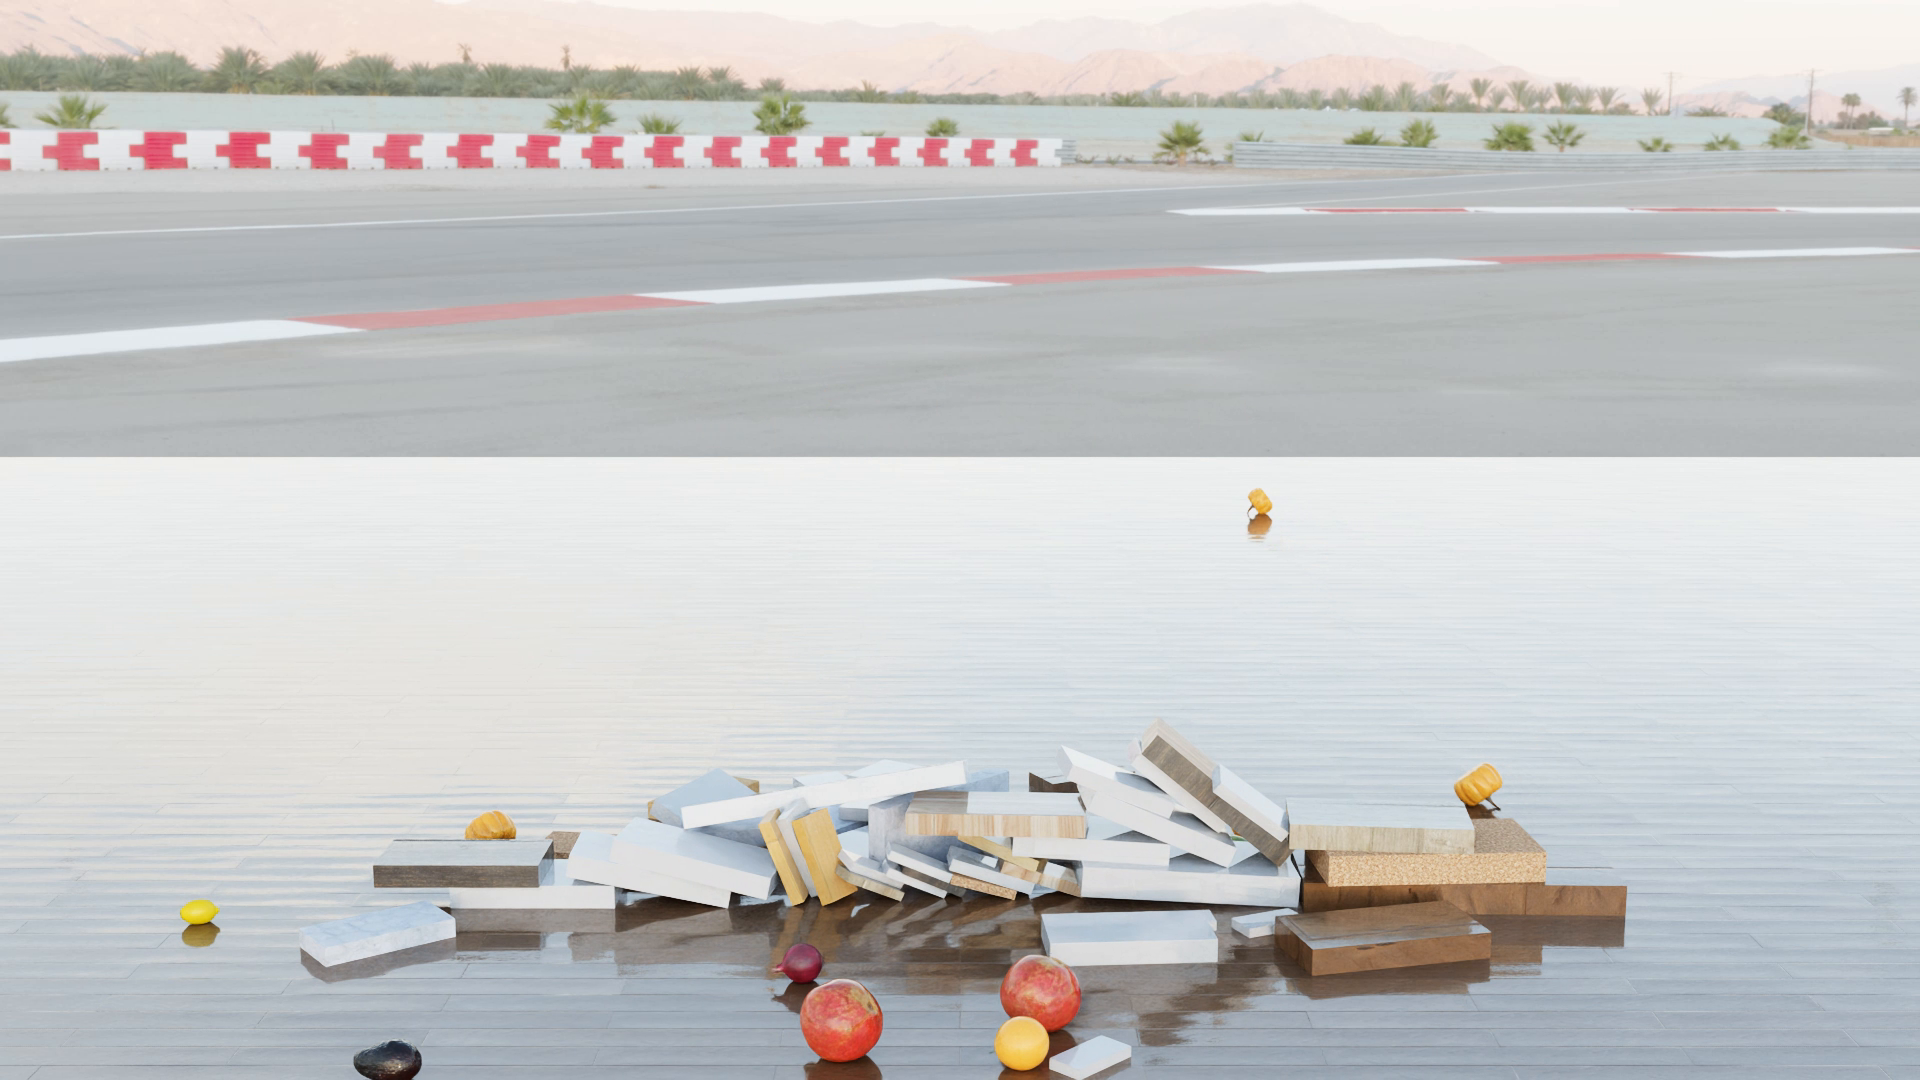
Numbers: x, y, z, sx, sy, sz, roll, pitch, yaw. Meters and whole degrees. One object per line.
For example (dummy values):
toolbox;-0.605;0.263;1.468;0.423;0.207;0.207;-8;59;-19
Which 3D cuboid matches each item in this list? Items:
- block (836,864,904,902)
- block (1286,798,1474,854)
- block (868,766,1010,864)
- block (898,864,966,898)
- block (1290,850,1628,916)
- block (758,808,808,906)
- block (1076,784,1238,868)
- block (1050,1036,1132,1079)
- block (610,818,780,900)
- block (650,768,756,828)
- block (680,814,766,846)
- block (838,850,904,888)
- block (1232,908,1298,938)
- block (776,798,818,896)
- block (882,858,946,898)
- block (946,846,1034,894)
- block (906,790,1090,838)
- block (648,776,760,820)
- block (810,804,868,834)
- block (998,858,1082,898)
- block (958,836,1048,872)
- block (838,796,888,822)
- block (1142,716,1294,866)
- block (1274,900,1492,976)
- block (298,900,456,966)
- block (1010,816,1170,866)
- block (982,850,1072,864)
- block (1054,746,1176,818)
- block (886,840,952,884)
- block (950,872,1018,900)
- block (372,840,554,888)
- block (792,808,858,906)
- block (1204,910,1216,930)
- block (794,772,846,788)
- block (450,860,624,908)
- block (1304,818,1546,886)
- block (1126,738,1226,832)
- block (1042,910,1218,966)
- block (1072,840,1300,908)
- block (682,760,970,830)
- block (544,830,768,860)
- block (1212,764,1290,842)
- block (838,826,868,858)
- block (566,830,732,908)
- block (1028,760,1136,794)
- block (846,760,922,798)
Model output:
block;-0.149;0.566;3.631;0.107;0.015;0.054;25;-2;-28
block;0.691;0.472;3.636;0.295;0.042;0.148;1;11;6
block;-0.034;0.494;3.818;0.038;0.134;0.313;10;14;42
block;-0.046;0.559;3.656;0.111;0.016;0.055;23;6;-10
block;0.821;0.567;3.656;0.521;0.051;0.179;0;11;1
block;-0.288;0.523;3.635;0.021;0.147;0.073;-21;7;10
block;0.326;0.460;3.659;0.257;0.036;0.129;23;9;-9
block;0.178;0.706;3.002;0.054;0.015;0.108;10;14;43
block;-0.430;0.526;3.639;0.267;0.038;0.134;13;10;6
block;-0.463;0.485;4.022;0.106;0.030;0.212;31;23;18
block;-0.373;0.506;3.859;0.226;0.032;0.113;-2;11;-13
block;-0.147;0.546;3.654;0.107;0.015;0.054;25;6;-32
block;0.494;0.611;3.512;0.108;0.015;0.054;-5;12;-24
block;-0.254;0.511;3.662;0.021;0.147;0.073;-17;15;26
block;-0.076;0.562;3.660;0.107;0.015;0.054;23;6;-13
block;0.051;0.550;3.667;0.143;0.020;0.072;18;9;-7
block;0.065;0.455;3.652;0.294;0.036;0.129;0;10;7
block;-0.481;0.487;4.139;0.106;0.030;0.212;6;12;28
block;-0.254;0.521;3.952;0.113;0.032;0.226;9;14;39
block;0.136;0.556;3.675;0.143;0.020;0.072;18;9;-6
block;0.074;0.512;3.679;0.143;0.020;0.072;21;10;15
block;-0.126;0.486;3.959;0.166;0.023;0.083;1;9;22
block;0.432;0.420;3.690;0.295;0.042;0.148;39;9;-1
block;0.655;0.616;3.414;0.295;0.042;0.148;-3;11;-14
block;-0.913;0.616;3.449;0.212;0.030;0.106;-8;13;-37
block;0.215;0.497;3.668;0.257;0.036;0.129;4;10;-1
block;0.131;0.525;3.832;0.190;0.027;0.095;-4;40;-22
block;0.255;0.399;3.628;0.190;0.027;0.095;22;10;-14
block;-0.068;0.533;3.643;0.111;0.016;0.055;23;6;-10
block;0.037;0.569;3.658;0.111;0.016;0.055;15;9;-7
block;-0.821;0.536;3.648;0.269;0.038;0.135;0;11;0
block;-0.224;0.523;3.640;0.021;0.147;0.073;-23;-4;34
block;0.352;0.610;3.518;0.108;0.015;0.054;-1;11;-6
block;-0.239;0.482;4.180;0.093;0.026;0.185;-5;12;-26
block;-0.700;0.572;3.662;0.269;0.038;0.135;0;11;0
block;0.768;0.517;3.648;0.357;0.051;0.179;-1;11;-4
block;0.363;0.411;3.689;0.190;0.027;0.095;38;8;-7
block;0.261;0.618;3.418;0.257;0.036;0.129;-1;11;-4
block;0.374;0.551;3.677;0.357;0.051;0.179;3;10;-3
block;-0.225;0.433;3.750;0.481;0.036;0.129;-10;-5;3
block;-0.536;0.547;3.814;0.391;0.032;0.113;2;11;9
block;0.477;0.431;3.615;0.144;0.020;0.072;36;20;-9
block;-0.140;0.539;3.841;0.134;0.038;0.267;10;14;43
block;-0.508;0.546;3.657;0.269;0.038;0.135;11;10;-2
block;0.238;0.463;4.280;0.185;0.026;0.093;-6;12;-27
block;-0.069;0.463;4.118;0.257;0.036;0.129;7;12;30
